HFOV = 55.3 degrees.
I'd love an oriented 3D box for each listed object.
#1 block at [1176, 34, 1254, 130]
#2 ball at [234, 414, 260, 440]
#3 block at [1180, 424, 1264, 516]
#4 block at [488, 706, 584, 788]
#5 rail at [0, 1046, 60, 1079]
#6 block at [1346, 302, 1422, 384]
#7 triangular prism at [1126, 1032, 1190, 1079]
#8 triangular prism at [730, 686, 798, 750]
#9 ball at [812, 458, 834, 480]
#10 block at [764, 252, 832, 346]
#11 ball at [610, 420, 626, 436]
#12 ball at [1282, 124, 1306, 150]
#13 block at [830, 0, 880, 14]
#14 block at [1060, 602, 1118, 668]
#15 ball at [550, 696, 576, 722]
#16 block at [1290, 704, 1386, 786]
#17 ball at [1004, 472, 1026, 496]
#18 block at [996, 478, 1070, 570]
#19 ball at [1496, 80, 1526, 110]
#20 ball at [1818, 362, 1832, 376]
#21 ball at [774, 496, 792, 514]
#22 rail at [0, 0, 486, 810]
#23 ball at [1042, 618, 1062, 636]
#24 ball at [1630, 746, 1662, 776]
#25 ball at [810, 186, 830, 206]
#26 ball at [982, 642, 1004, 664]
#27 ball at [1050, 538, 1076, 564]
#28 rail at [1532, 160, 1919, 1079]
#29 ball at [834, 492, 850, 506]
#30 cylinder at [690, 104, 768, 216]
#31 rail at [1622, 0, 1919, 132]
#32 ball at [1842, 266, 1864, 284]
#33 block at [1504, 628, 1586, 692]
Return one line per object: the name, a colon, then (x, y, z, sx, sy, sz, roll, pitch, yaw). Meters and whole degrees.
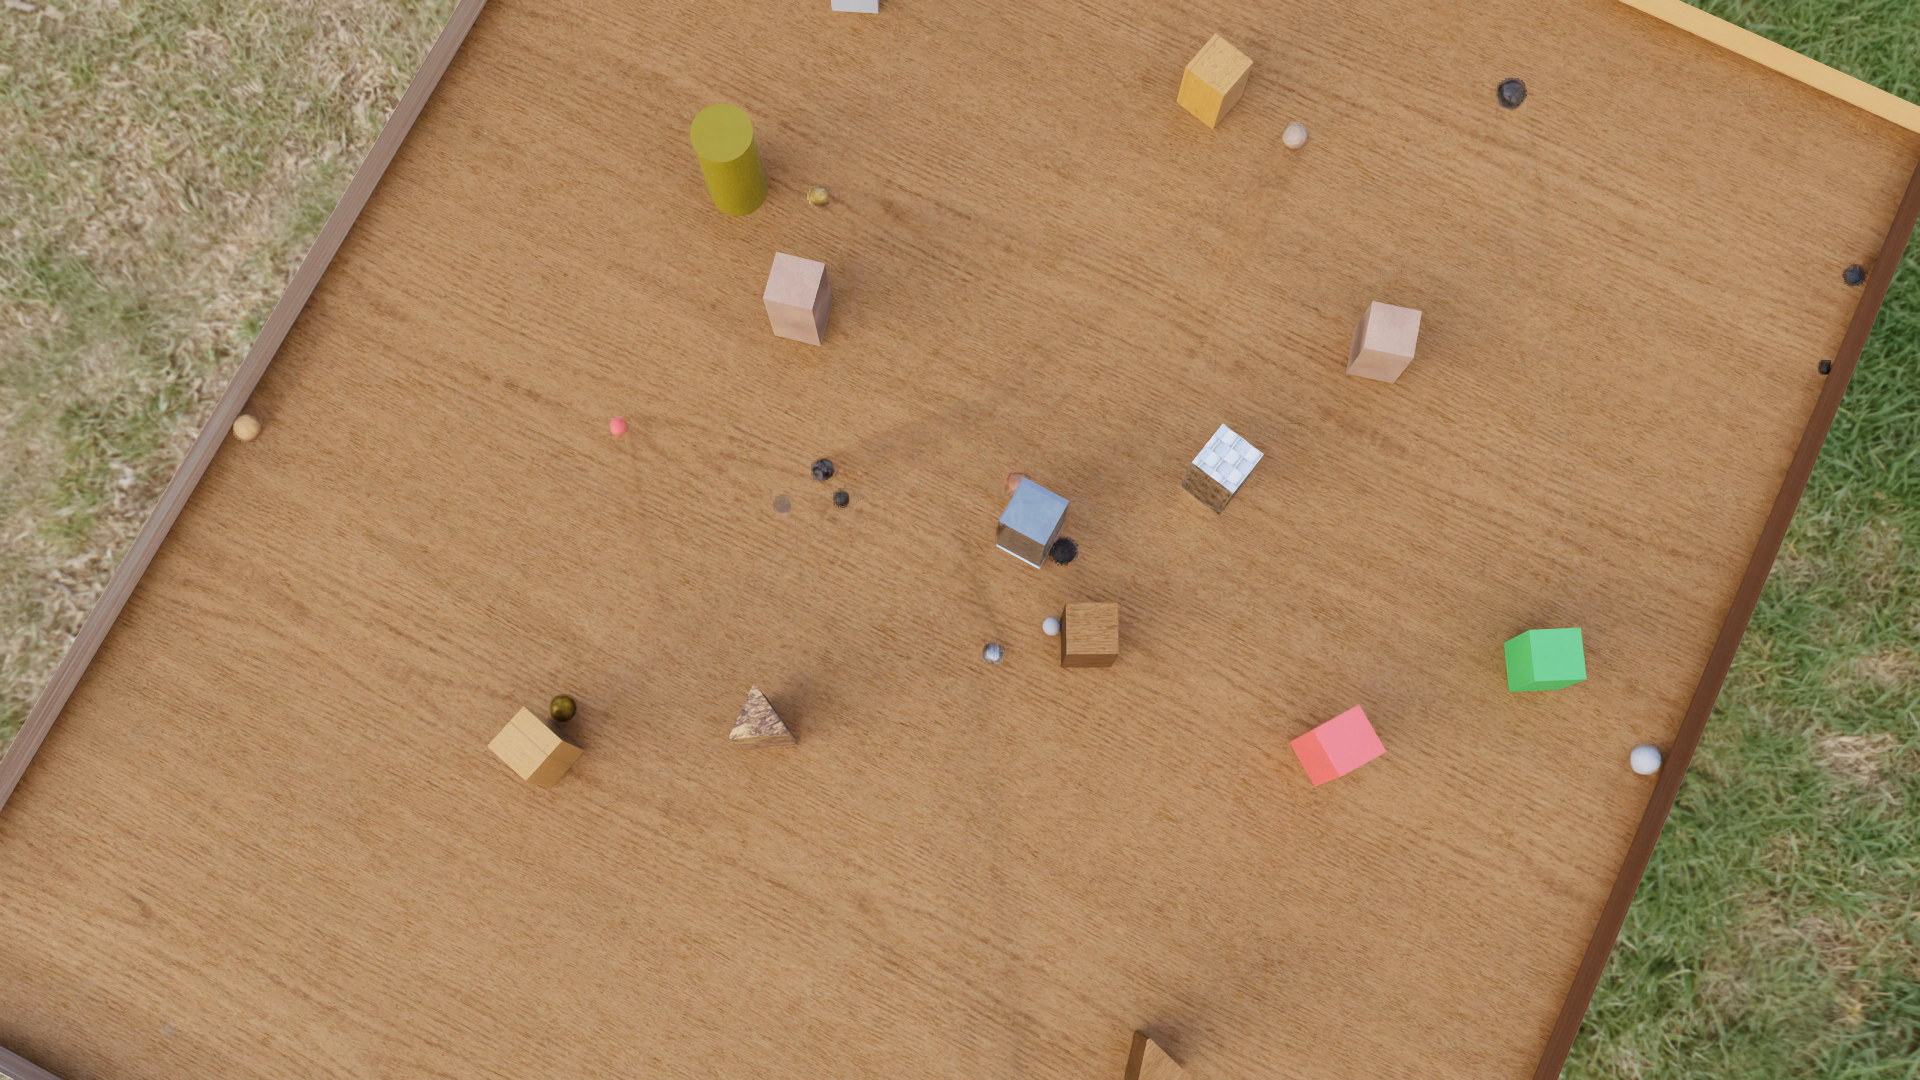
block: (0.803, -1.446, 5.790, 0.150, 0.246, 0.150, 39, 81, 7)
ball: (-2.198, -0.347, 5.648, 0.079, 0.079, 0.079, 0, 78, 0)
block: (0.784, -0.209, 5.506, 0.150, 0.300, 0.150, 38, 81, 7)
block: (-1.229, 0.606, 5.328, 0.150, 0.318, 0.150, 40, 81, 8)
rail: (-1.150, 2.259, 5.086, 4.420, 0.122, 0.045, 26, 80, 5)
block: (1.294, -0.602, 5.606, 0.150, 0.264, 0.150, 12, 79, 2)
triangular prism: (0.530, 1.453, 5.126, 0.162, 0.371, 0.141, -16, 79, -3)
triangular prism: (-0.571, 0.515, 5.322, 0.162, 0.368, 0.141, -6, 78, -1)
ball: (-0.420, -0.216, 5.626, 0.068, 0.068, 0.068, 0, 78, 0)
block: (-0.491, -0.731, 5.590, 0.150, 0.348, 0.150, 14, 79, 3)
ball: (-1.056, -0.348, 5.663, 0.050, 0.050, 0.050, 0, 78, 0)
ball: (1.067, -1.285, 5.843, 0.077, 0.077, 0.077, 0, 78, 0)
block: (-0.337, -1.820, 5.860, 0.150, 0.260, 0.150, 4, 78, 1)
block: (0.380, 0.283, 5.411, 0.150, 0.287, 0.150, 0, 78, 0)
ball: (-1.185, 0.505, 5.472, 0.078, 0.078, 0.078, 0, 78, 0)
block: (1.089, 0.598, 5.303, 0.150, 0.372, 0.150, -28, 80, -5)
ball: (0.172, -0.171, 5.615, 0.072, 0.072, 0.072, 0, 78, 0)
block: (0.213, -0.047, 5.443, 0.150, 0.359, 0.150, 28, 80, 6)
ball: (1.764, -1.424, 5.864, 0.092, 0.092, 0.092, 0, 78, 0)
ball: (2.695, -0.534, 5.706, 0.041, 0.041, 0.041, 0, 78, 0)
ball: (-0.542, -0.107, 5.613, 0.051, 0.051, 0.051, 0, 78, 0)
rail: (-1.955, -0.951, 5.750, 0.045, 0.122, 5.191, 26, 80, 5)
ball: (0.277, 0.261, 5.534, 0.056, 0.056, 0.056, 0, 78, 0)
ball: (2.033, 0.654, 5.436, 0.088, 0.088, 0.088, 0, 78, 0)
ball: (-0.445, -1.091, 5.809, 0.065, 0.065, 0.065, 0, 78, 0)
ball: (0.098, 0.340, 5.514, 0.063, 0.063, 0.063, 0, 78, 0)
ball: (0.314, 0.035, 5.569, 0.079, 0.079, 0.079, 0, 78, 0)
rail: (1.955, 0.964, 5.354, 0.045, 0.122, 5.191, 26, 80, 5)
ball: (-0.363, -0.126, 5.618, 0.047, 0.047, 0.047, 0, 78, 0)
cylinder: (-0.708, -1.165, 5.642, 0.187, 0.421, 0.187, 0, 78, 0)
rail: (1.150, -2.246, 6.018, 4.420, 0.122, 0.045, 26, 80, 5)
ball: (2.807, -0.834, 5.758, 0.060, 0.060, 0.060, 0, 78, 0)
block: (1.726, 0.356, 5.414, 0.150, 0.252, 0.150, -3, 78, -1)
